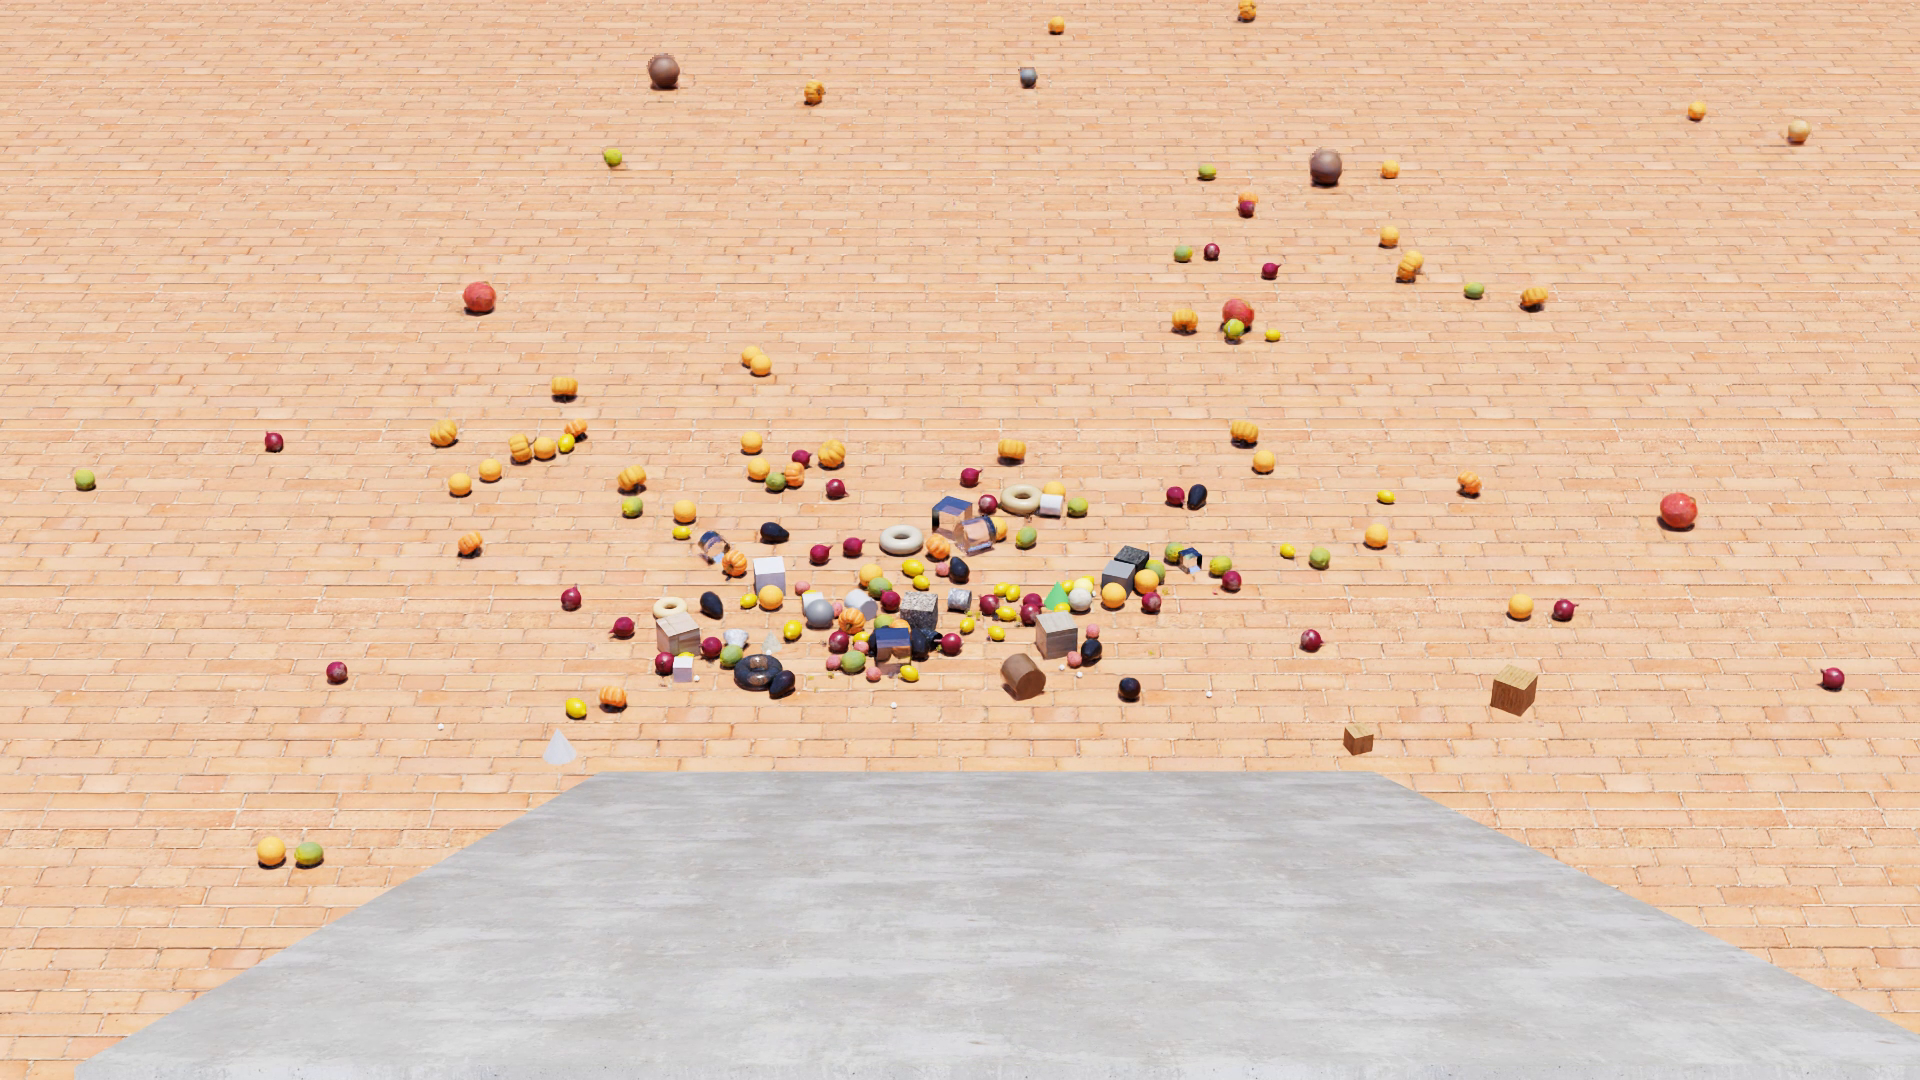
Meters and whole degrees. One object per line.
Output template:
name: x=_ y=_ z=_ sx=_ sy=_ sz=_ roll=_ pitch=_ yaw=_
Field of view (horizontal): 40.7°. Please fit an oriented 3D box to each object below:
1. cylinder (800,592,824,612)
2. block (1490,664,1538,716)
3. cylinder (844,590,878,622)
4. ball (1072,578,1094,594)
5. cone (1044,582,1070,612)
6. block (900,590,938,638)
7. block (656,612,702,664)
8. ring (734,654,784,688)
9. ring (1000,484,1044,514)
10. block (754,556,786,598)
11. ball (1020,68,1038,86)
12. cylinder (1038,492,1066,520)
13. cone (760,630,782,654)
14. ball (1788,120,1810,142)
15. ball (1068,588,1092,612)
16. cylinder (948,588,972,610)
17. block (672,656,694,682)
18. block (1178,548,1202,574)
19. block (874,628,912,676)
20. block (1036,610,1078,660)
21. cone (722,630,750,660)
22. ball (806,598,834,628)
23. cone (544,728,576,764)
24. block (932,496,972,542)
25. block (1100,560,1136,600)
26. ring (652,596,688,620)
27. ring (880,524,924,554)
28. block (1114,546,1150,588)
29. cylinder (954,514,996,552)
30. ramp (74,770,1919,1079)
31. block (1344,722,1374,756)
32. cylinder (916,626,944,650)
cylinder: x=-0.426 y=0.181 z=7.492 sx=0.057 sy=0.057 sz=0.057 roll=-2 pitch=31 yaw=-16
block: x=1.516 y=0.411 z=7.091 sx=0.090 sy=0.090 sz=0.090 roll=21 pitch=37 yaw=29
cylinder: x=-0.285 y=0.188 z=7.468 sx=0.070 sy=0.070 sz=0.070 roll=-21 pitch=38 yaw=-30
ball: x=0.358 y=0.142 z=7.552 sx=0.061 sy=0.061 sz=0.061 roll=0 pitch=32 yaw=0
cone: x=0.283 y=0.151 z=7.518 sx=0.082 sy=0.082 sz=0.082 roll=0 pitch=32 yaw=0
block: x=-0.117 y=0.213 z=7.406 sx=0.094 sy=0.094 sz=0.094 roll=5 pitch=32 yaw=8
block: x=-0.794 y=0.275 z=7.306 sx=0.094 sy=0.094 sz=0.094 roll=-16 pitch=35 yaw=-24
ring: x=-0.560 y=0.365 z=7.208 sx=0.139 sy=0.046 sz=0.139 roll=0 pitch=30 yaw=0
ring: x=0.193 y=-0.127 z=7.999 sx=0.139 sy=0.046 sz=0.139 roll=0 pitch=33 yaw=0
block: x=-0.557 y=0.110 z=7.580 sx=0.085 sy=0.085 sz=0.085 roll=-5 pitch=32 yaw=-8
ball: x=0.287 y=-1.945 z=10.891 sx=0.076 sy=0.076 sz=0.076 roll=0 pitch=32 yaw=0
cylinder: x=0.282 y=-0.107 z=7.950 sx=0.063 sy=0.063 sz=0.063 roll=32 pitch=39 yaw=9
cone: x=-0.535 y=0.279 z=7.332 sx=0.061 sy=0.061 sz=0.061 roll=0 pitch=32 yaw=0
ball: x=3.363 y=-1.640 z=10.389 sx=0.089 sy=0.089 sz=0.089 roll=0 pitch=32 yaw=0
ball: x=0.347 y=0.172 z=7.495 sx=0.070 sy=0.070 sz=0.070 roll=0 pitch=32 yaw=0
cylinder: x=-0.001 y=0.172 z=7.505 sx=0.059 sy=0.059 sz=0.059 roll=8 pitch=33 yaw=12
block: x=-0.769 y=0.361 z=7.209 sx=0.051 sy=0.051 sz=0.051 roll=0 pitch=32 yaw=0
block: x=0.682 y=0.062 z=7.689 sx=0.052 sy=0.052 sz=0.052 roll=-16 pitch=35 yaw=-24
block: x=-0.187 y=0.311 z=7.248 sx=0.094 sy=0.094 sz=0.094 roll=-3 pitch=32 yaw=-5
block: x=0.273 y=0.269 z=7.318 sx=0.093 sy=0.093 sz=0.093 roll=-9 pitch=33 yaw=-15
cone: x=-0.634 y=0.304 z=7.317 sx=0.077 sy=0.077 sz=0.077 roll=0 pitch=59 yaw=1
ball: x=-0.401 y=0.209 z=7.424 sx=0.082 sy=0.082 sz=0.082 roll=0 pitch=32 yaw=0
cone: x=-1.068 y=0.535 z=6.893 sx=0.090 sy=0.090 sz=0.090 roll=0 pitch=32 yaw=0
block: x=-0.023 y=-0.065 z=7.856 sx=0.091 sy=0.091 sz=0.091 roll=17 pitch=36 yaw=25
block: x=0.462 y=0.118 z=7.574 sx=0.078 sy=0.078 sz=0.078 roll=12 pitch=34 yaw=18
ring: x=-0.837 y=0.199 z=7.486 sx=0.103 sy=0.034 sz=0.103 roll=-1 pitch=31 yaw=1
ring: x=-0.176 y=-0.002 z=7.798 sx=0.136 sy=0.045 sz=0.136 roll=-1 pitch=31 yaw=1
block: x=0.505 y=0.076 z=7.640 sx=0.079 sy=0.079 sz=0.079 roll=16 pitch=35 yaw=24
cylinder: x=0.047 y=-0.019 z=7.781 sx=0.093 sy=0.093 sz=0.093 roll=-16 pitch=35 yaw=-24
ramp: x=0.071 y=0.625 z=4.715 sx=2.000 sy=0.100 sz=4.000 roll=0 pitch=-1 yaw=0
block: x=1.066 y=0.532 z=6.929 sx=0.058 sy=0.058 sz=0.058 roll=-11 pitch=34 yaw=-17
cylinder: x=-0.085 y=0.278 z=7.341 sx=0.053 sy=0.053 sz=0.053 roll=26 pitch=40 yaw=35
